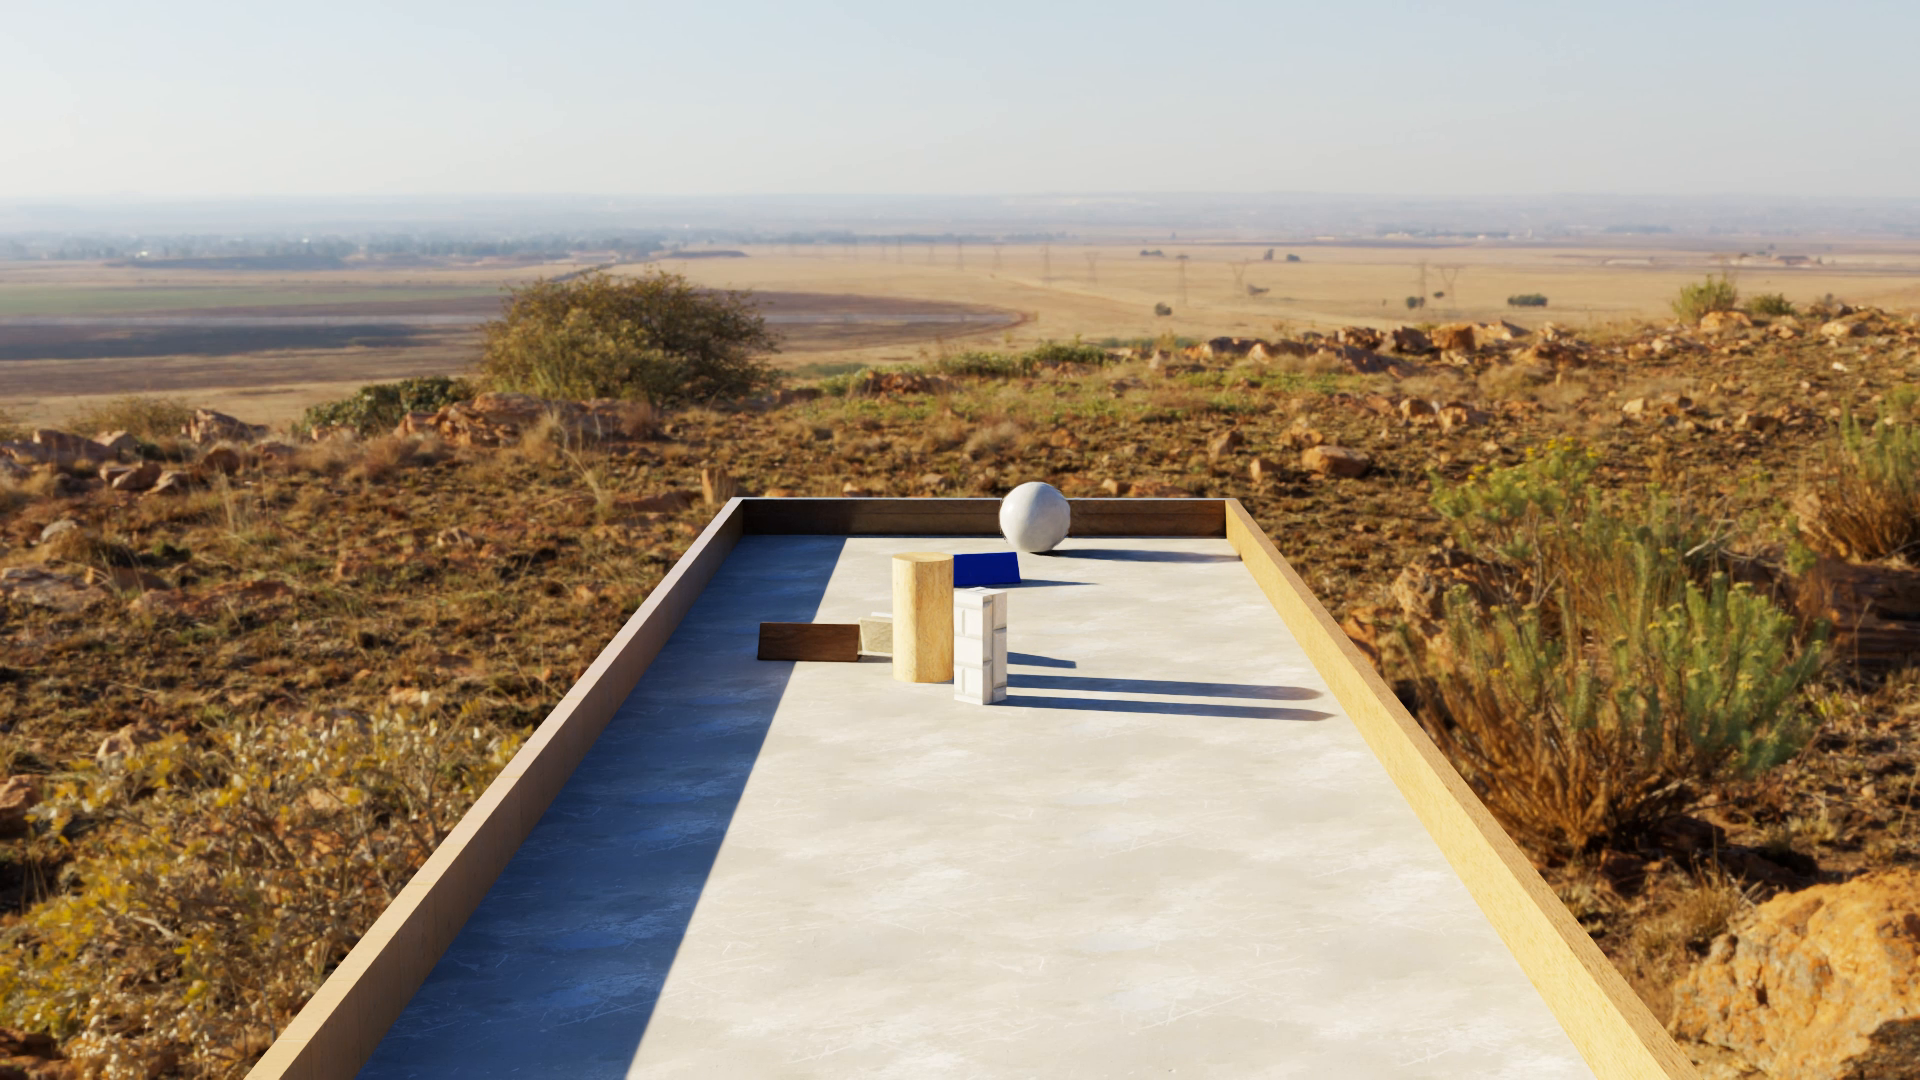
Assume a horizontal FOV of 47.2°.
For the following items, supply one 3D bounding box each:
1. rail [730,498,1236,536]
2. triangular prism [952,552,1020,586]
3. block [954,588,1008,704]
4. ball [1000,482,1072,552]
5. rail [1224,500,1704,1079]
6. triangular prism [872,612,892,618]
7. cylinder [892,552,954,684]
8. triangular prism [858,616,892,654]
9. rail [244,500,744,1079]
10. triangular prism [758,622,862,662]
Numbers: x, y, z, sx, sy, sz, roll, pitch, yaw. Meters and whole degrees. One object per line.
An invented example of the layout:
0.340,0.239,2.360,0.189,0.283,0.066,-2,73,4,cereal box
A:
0.099,-0.098,9.147,2.100,0.150,0.050,0,9,1,rail
0.021,0.102,8.010,0.382,0.106,0.122,-2,9,-15,triangular prism
0.058,0.296,6.160,0.104,0.307,0.104,8,12,42,block
0.298,-0.089,8.676,0.281,0.281,0.281,0,9,0,ball
1.046,0.843,3.208,0.050,0.150,12.000,0,9,1,rail
-0.131,0.288,6.873,0.348,0.094,0.108,6,11,34,triangular prism
-0.108,0.225,6.448,0.180,0.357,0.180,0,9,0,cylinder
-0.130,0.280,6.747,0.373,0.119,0.103,4,-27,25,triangular prism
-1.004,0.839,3.234,0.050,0.150,12.000,0,9,1,rail
-0.458,0.306,6.730,0.307,0.104,0.120,1,9,6,triangular prism
